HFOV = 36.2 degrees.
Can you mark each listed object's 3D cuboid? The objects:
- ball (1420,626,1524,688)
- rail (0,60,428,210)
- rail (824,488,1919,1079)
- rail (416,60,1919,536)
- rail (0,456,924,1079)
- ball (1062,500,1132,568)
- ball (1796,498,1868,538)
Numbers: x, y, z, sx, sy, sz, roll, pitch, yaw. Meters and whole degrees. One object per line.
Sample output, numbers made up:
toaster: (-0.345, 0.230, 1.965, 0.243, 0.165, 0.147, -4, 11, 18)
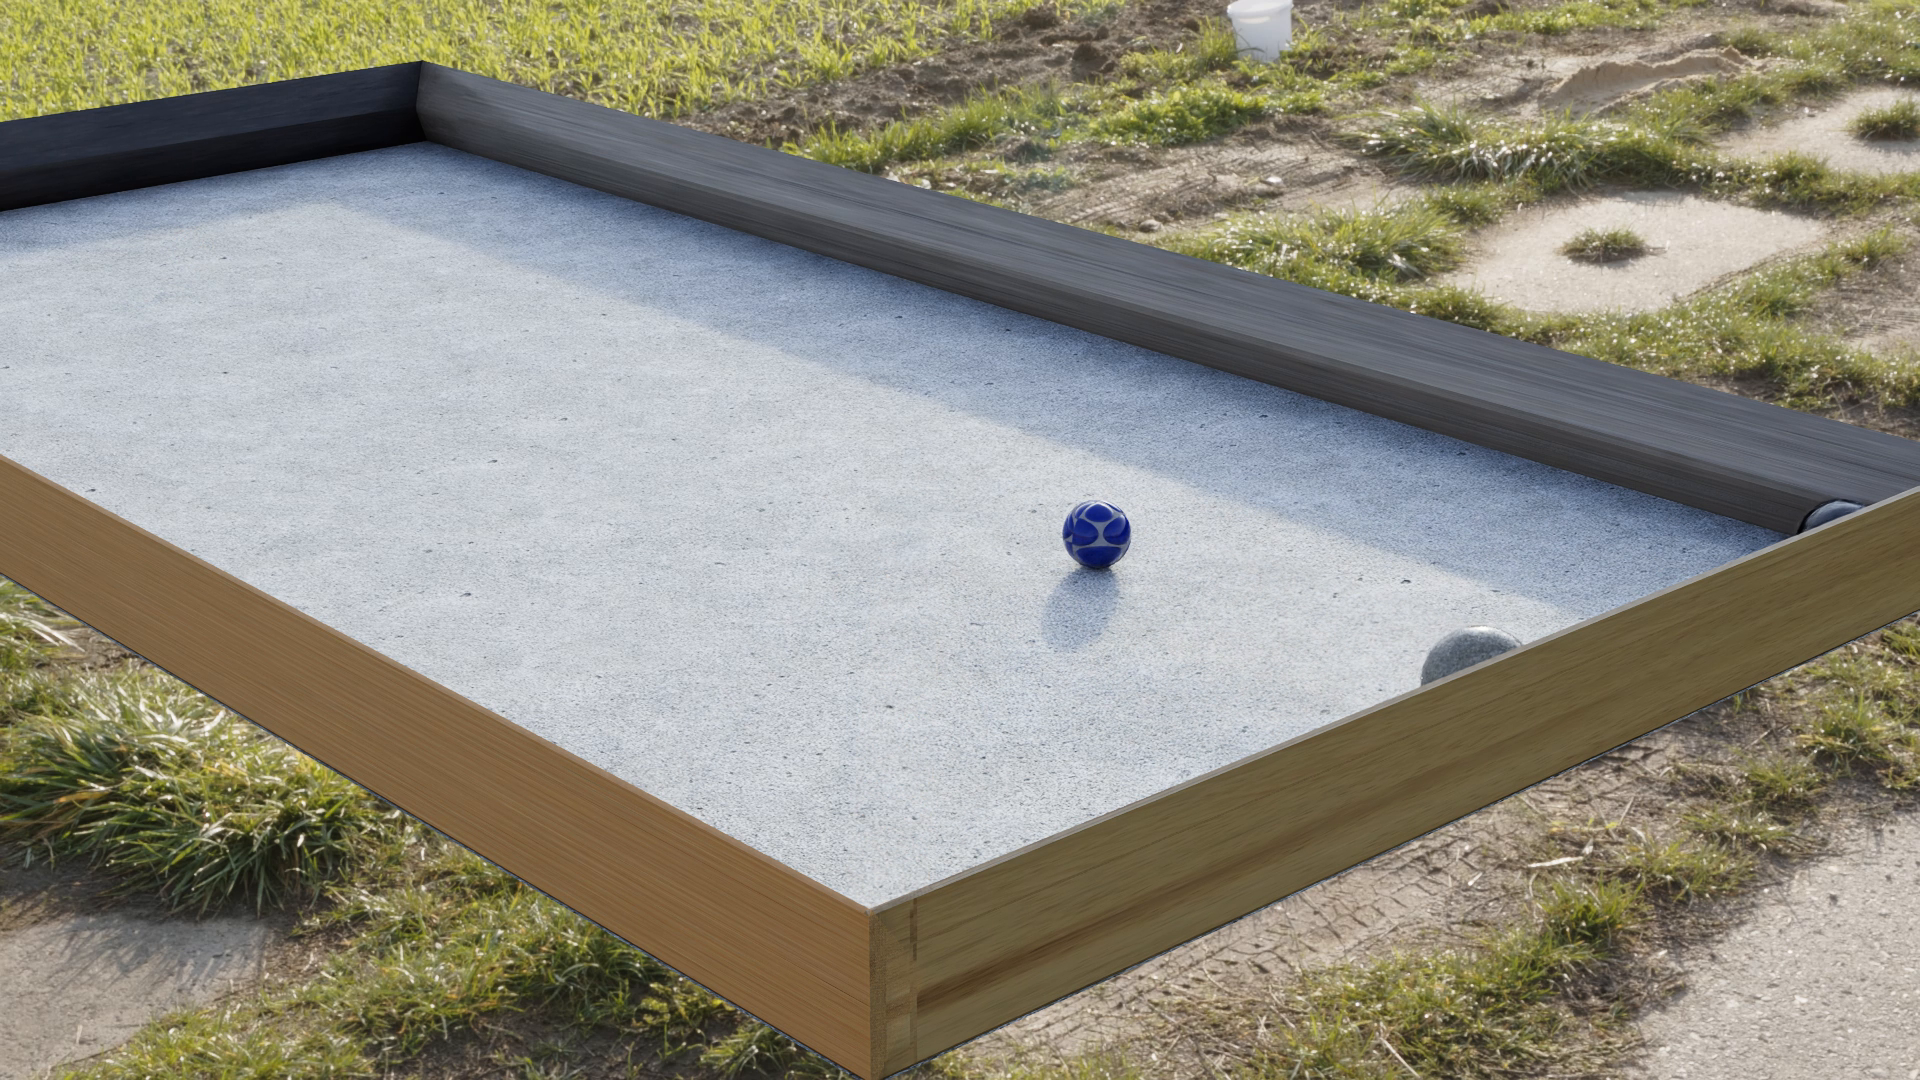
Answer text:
ball: (0.428, 0.118, 2.422, 0.096, 0.096, 0.096, 0, 20, 0)
rail: (-1.329, -0.528, 4.166, 1.364, 0.125, 0.045, -17, 26, -39)
rail: (0.432, 0.134, 2.333, 1.364, 0.125, 0.045, -17, 26, -39)
rail: (0.040, -0.347, 3.664, 0.045, 0.125, 2.674, -17, 26, -39)
rail: (-0.936, -0.047, 2.834, 0.045, 0.125, 2.674, -17, 26, -39)
ball: (0.131, -0.006, 2.809, 0.067, 0.067, 0.067, 0, 20, 0)
ball: (0.829, 0.001, 2.768, 0.081, 0.081, 0.081, 0, 20, 0)
